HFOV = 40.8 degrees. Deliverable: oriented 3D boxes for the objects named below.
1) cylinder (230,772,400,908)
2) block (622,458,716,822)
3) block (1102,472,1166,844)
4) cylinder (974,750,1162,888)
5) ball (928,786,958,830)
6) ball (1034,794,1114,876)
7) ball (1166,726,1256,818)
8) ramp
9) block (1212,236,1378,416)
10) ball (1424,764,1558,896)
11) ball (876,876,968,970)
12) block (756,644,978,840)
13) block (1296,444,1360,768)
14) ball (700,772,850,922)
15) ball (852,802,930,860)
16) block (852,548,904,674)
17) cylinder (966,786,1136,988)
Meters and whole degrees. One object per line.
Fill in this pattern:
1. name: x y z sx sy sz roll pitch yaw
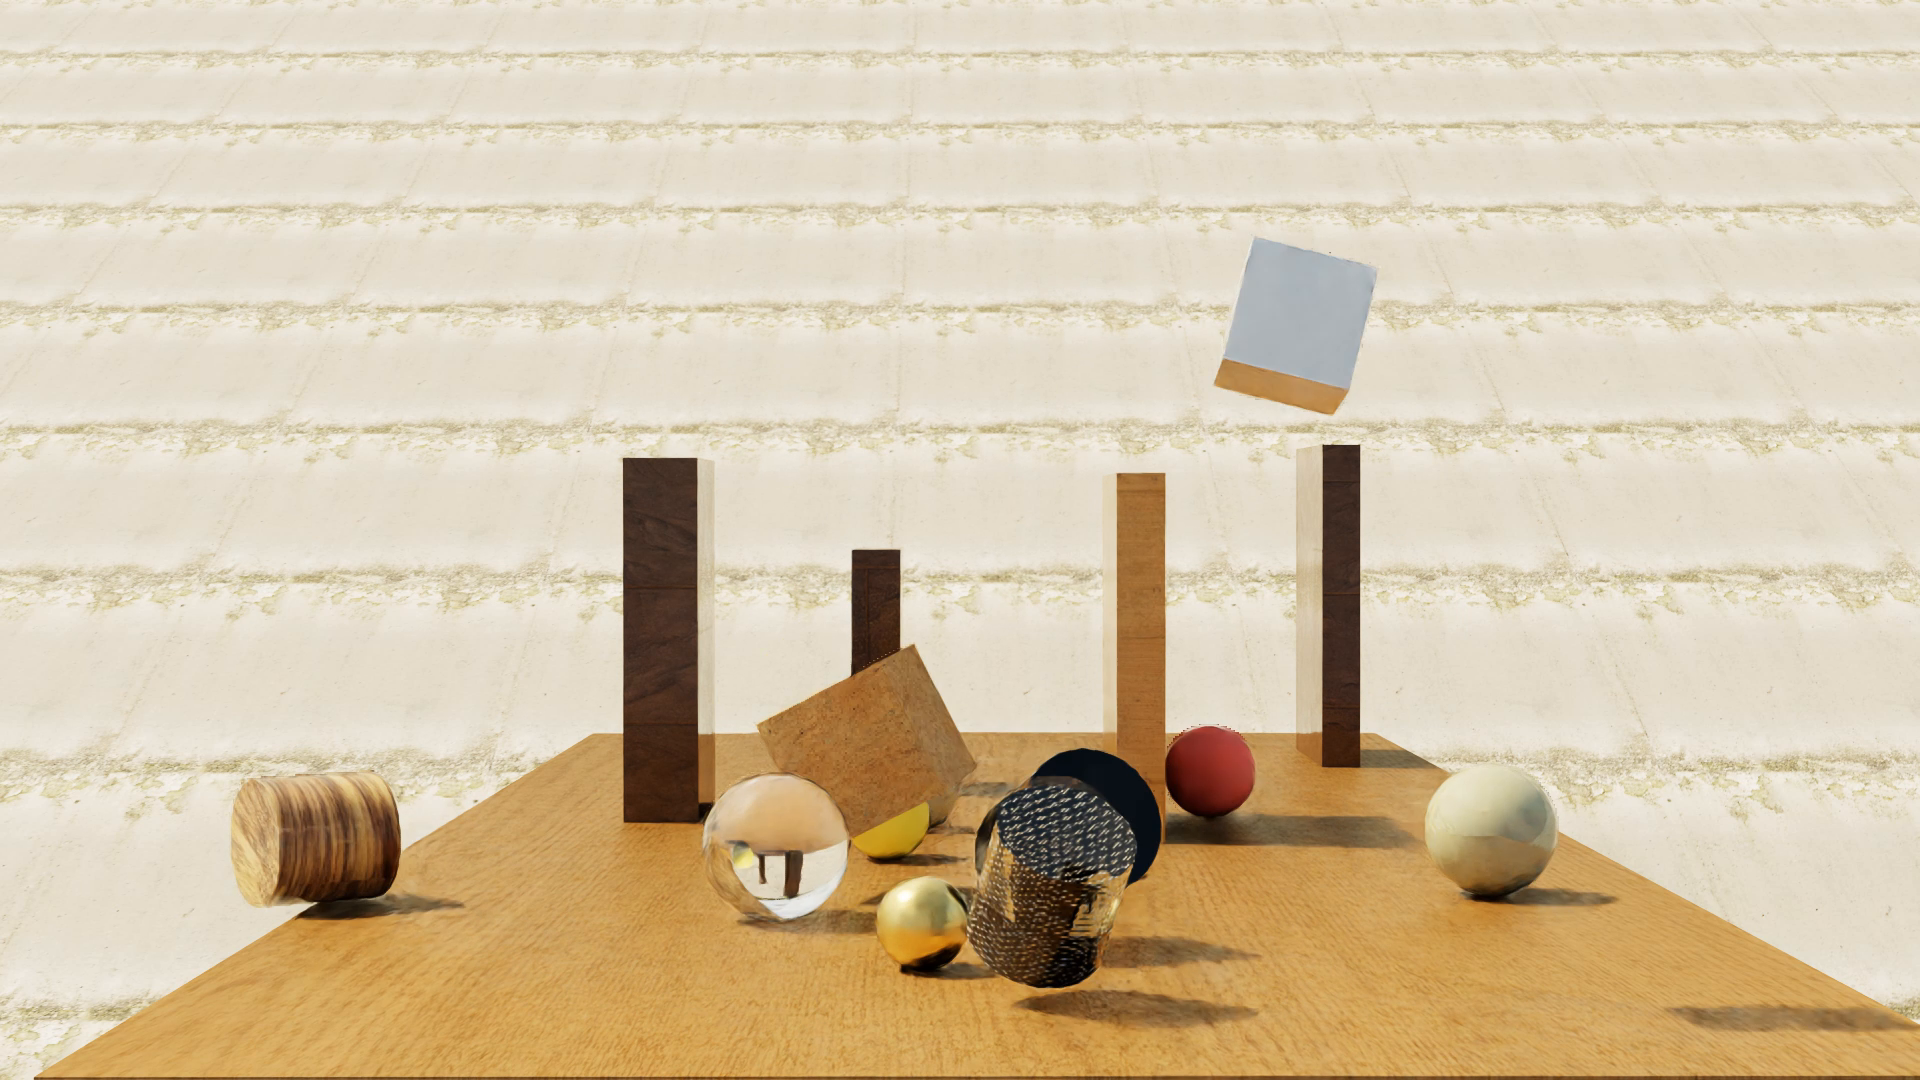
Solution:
1. cylinder: -0.932 0.433 3.734 0.182 0.182 0.182 0 23 -37
2. block: -0.547 0.181 4.885 0.137 0.667 0.333 0 1 0
3. block: 0.310 0.199 4.645 0.084 0.635 0.444 0 1 0
4. cylinder: 0.138 0.391 3.361 0.190 0.190 0.190 7 66 -17
5. ball: -0.070 0.452 4.608 0.131 0.131 0.131 0 28 0
6. ball: 0.179 0.461 4.042 0.126 0.126 0.126 0 28 0
7. ball: 0.463 0.430 4.794 0.169 0.169 0.169 0 28 0
8. ramp: 0.063 0.567 4.608 2.000 0.100 4.000 0 1 0
9. block: 0.385 -0.245 2.981 0.146 0.146 0.146 14 -8 3
10. ball: 0.785 0.429 3.824 0.194 0.194 0.194 0 28 0
11. ball: -0.046 0.476 3.207 0.117 0.117 0.117 0 28 0
12. block: -0.135 0.306 3.823 0.210 0.210 0.210 -28 -2 13
13. block: 0.844 0.144 5.942 0.085 0.715 0.441 0 1 0
14. ball: -0.256 0.426 3.592 0.207 0.207 0.207 0 28 0
15. ball: -0.119 0.452 4.225 0.141 0.141 0.141 0 28 0
16. block: -0.168 0.263 5.309 0.098 0.492 0.264 0 1 0
17. cylinder: 0.104 0.399 2.975 0.164 0.164 0.164 10 34 -7
